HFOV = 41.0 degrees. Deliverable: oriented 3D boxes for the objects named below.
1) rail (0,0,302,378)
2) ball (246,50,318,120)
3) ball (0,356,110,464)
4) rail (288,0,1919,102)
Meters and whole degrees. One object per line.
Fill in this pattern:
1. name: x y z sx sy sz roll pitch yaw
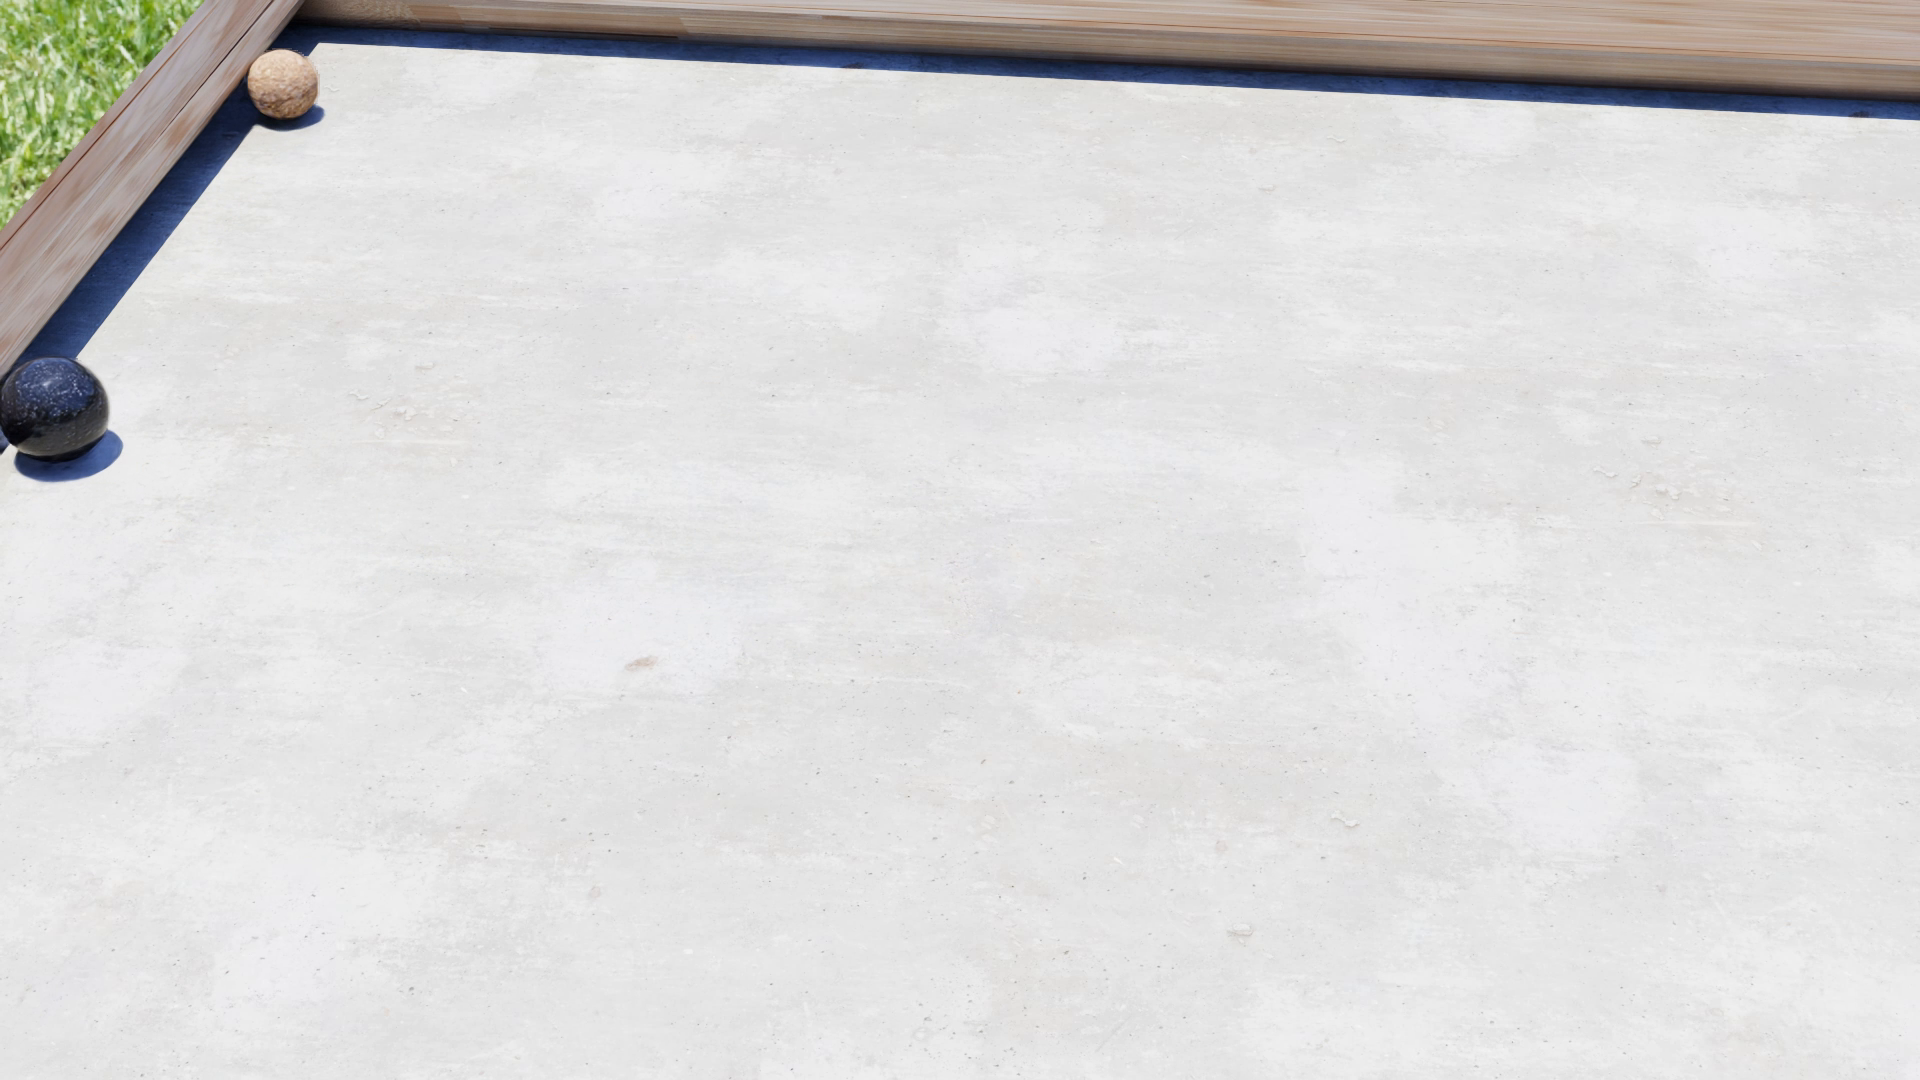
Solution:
1. rail: -0.790 -0.070 1.930 0.045 0.108 1.816 4 35 5
2. ball: -0.660 -0.443 2.500 0.068 0.068 0.068 0 35 0
3. ball: -0.705 -0.101 1.997 0.083 0.083 0.083 0 35 0
4. rail: 0.914 -0.468 2.499 3.273 0.108 0.045 4 35 5
